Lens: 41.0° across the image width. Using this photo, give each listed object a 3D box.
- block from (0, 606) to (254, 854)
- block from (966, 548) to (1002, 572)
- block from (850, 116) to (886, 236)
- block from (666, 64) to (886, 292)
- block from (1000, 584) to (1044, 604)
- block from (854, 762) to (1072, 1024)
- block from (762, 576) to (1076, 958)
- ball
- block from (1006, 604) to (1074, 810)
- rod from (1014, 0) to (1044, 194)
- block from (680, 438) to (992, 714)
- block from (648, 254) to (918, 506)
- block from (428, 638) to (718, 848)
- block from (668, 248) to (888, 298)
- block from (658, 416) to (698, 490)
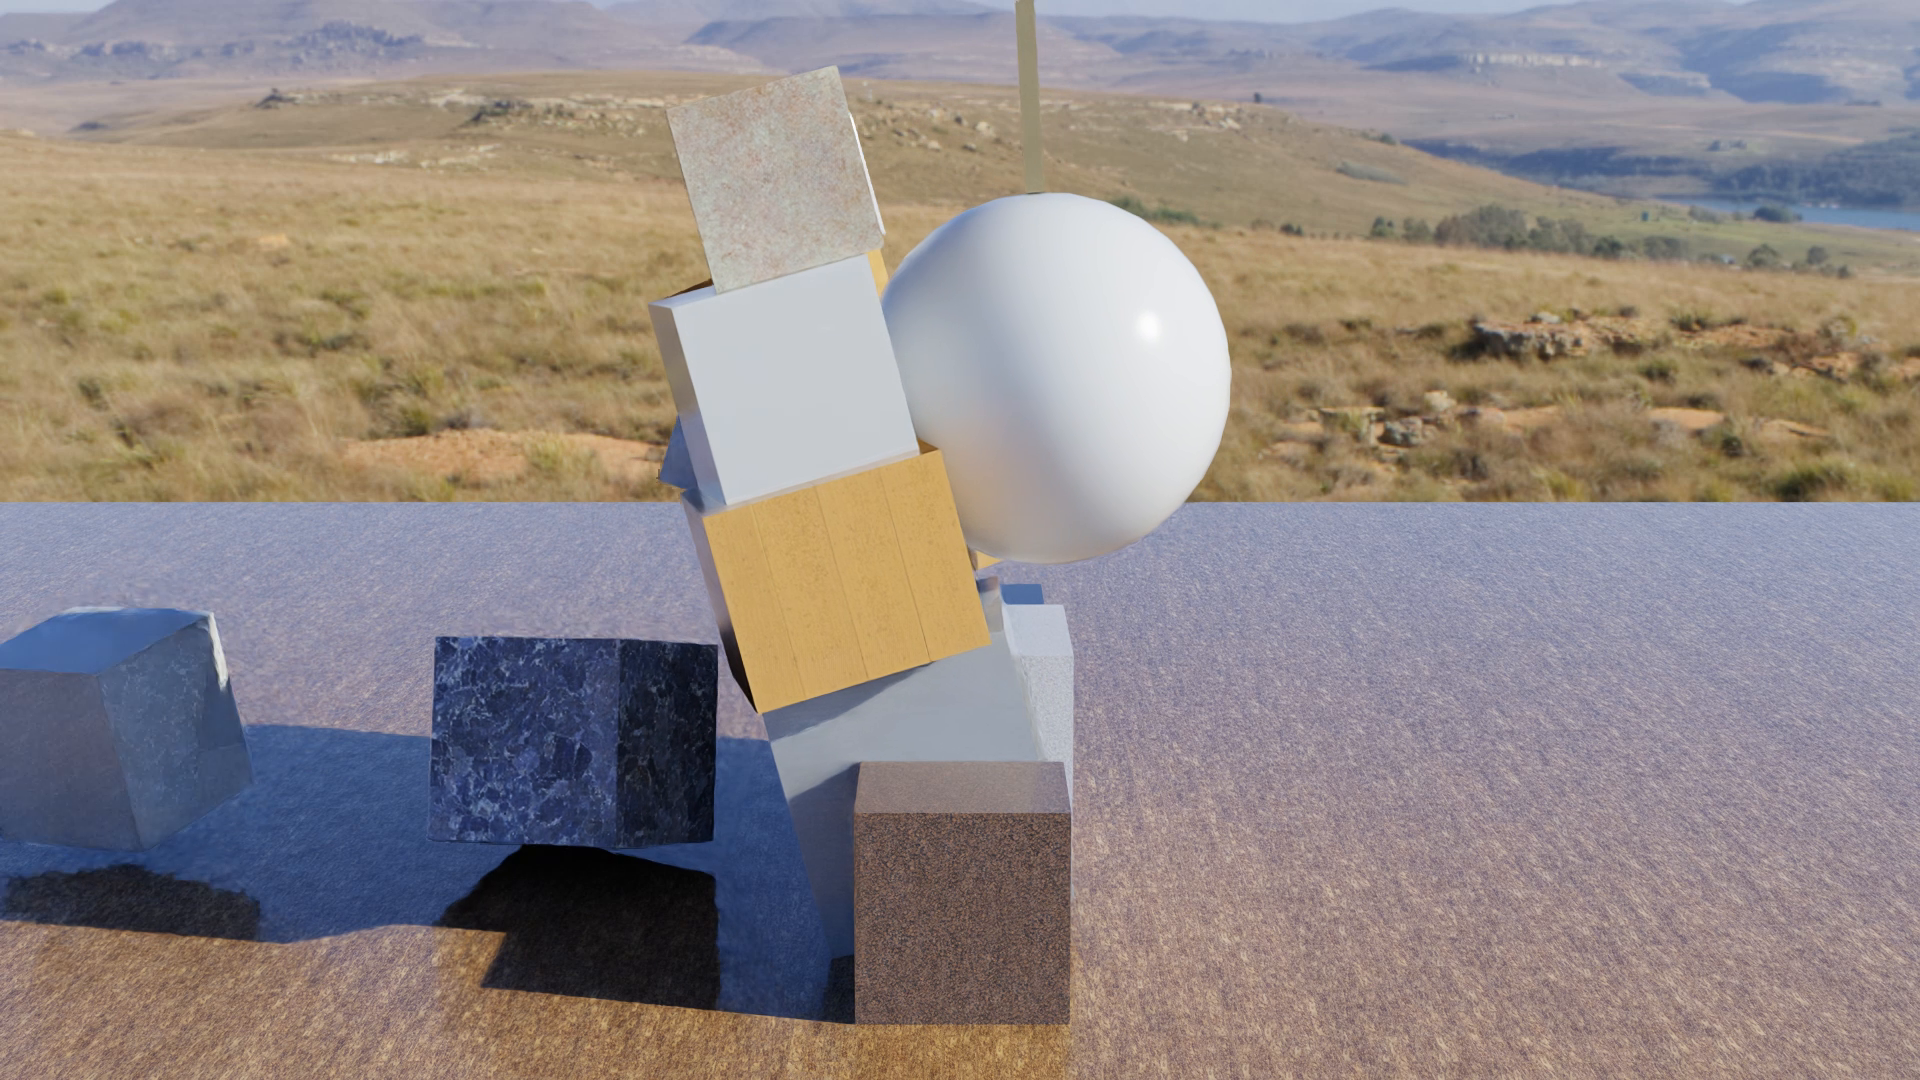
[{"bbox_3d":[-3.846,0.839,11.587,0.839,0.849,0.741,1,21,27],"label":"block"},{"bbox_3d":[-0.401,-0.231,12.278,0.913,0.971,0.941,-16,0,12],"label":"block"},{"bbox_3d":[-0.763,-1.660,12.378,0.493,0.594,0.474,-16,0,-35],"label":"block"},{"bbox_3d":[-0.739,-1.430,10.131,0.672,0.715,0.667,-16,10,-4],"label":"block"},{"bbox_3d":[-0.019,0.753,12.831,0.867,0.928,0.793,0,10,0],"label":"block"},{"bbox_3d":[0.009,1.345,9.875,0.803,0.821,0.719,0,10,0],"label":"block"},{"bbox_3d":[-0.176,0.918,10.738,1.011,1.133,1.124,-14,10,2],"label":"block"},{"bbox_3d":[0.369,-0.693,11.054,1.600,1.600,1.600,0,10,0],"label":"ball"},{"bbox_3d":[-0.016,0.895,11.884,1.028,0.987,1.103,0,10,0],"label":"block"},{"bbox_3d":[0.160,-4.032,10.447,0.080,5.200,0.080,-3,10,1],"label":"rod"},{"bbox_3d":[-0.510,0.104,10.175,0.940,0.782,0.878,-17,10,-9],"label":"block"},{"bbox_3d":[-0.709,-0.652,10.117,0.778,0.776,0.724,-17,10,-12],"label":"block"},{"bbox_3d":[-1.716,0.896,11.467,0.957,0.887,0.834,-1,-4,25],"label":"block"},{"bbox_3d":[-0.851,-0.967,12.424,0.804,0.691,0.803,-16,0,44],"label":"block"},{"bbox_3d":[-0.870,-0.517,11.434,0.638,0.679,0.659,18,8,5],"label":"block"}]
